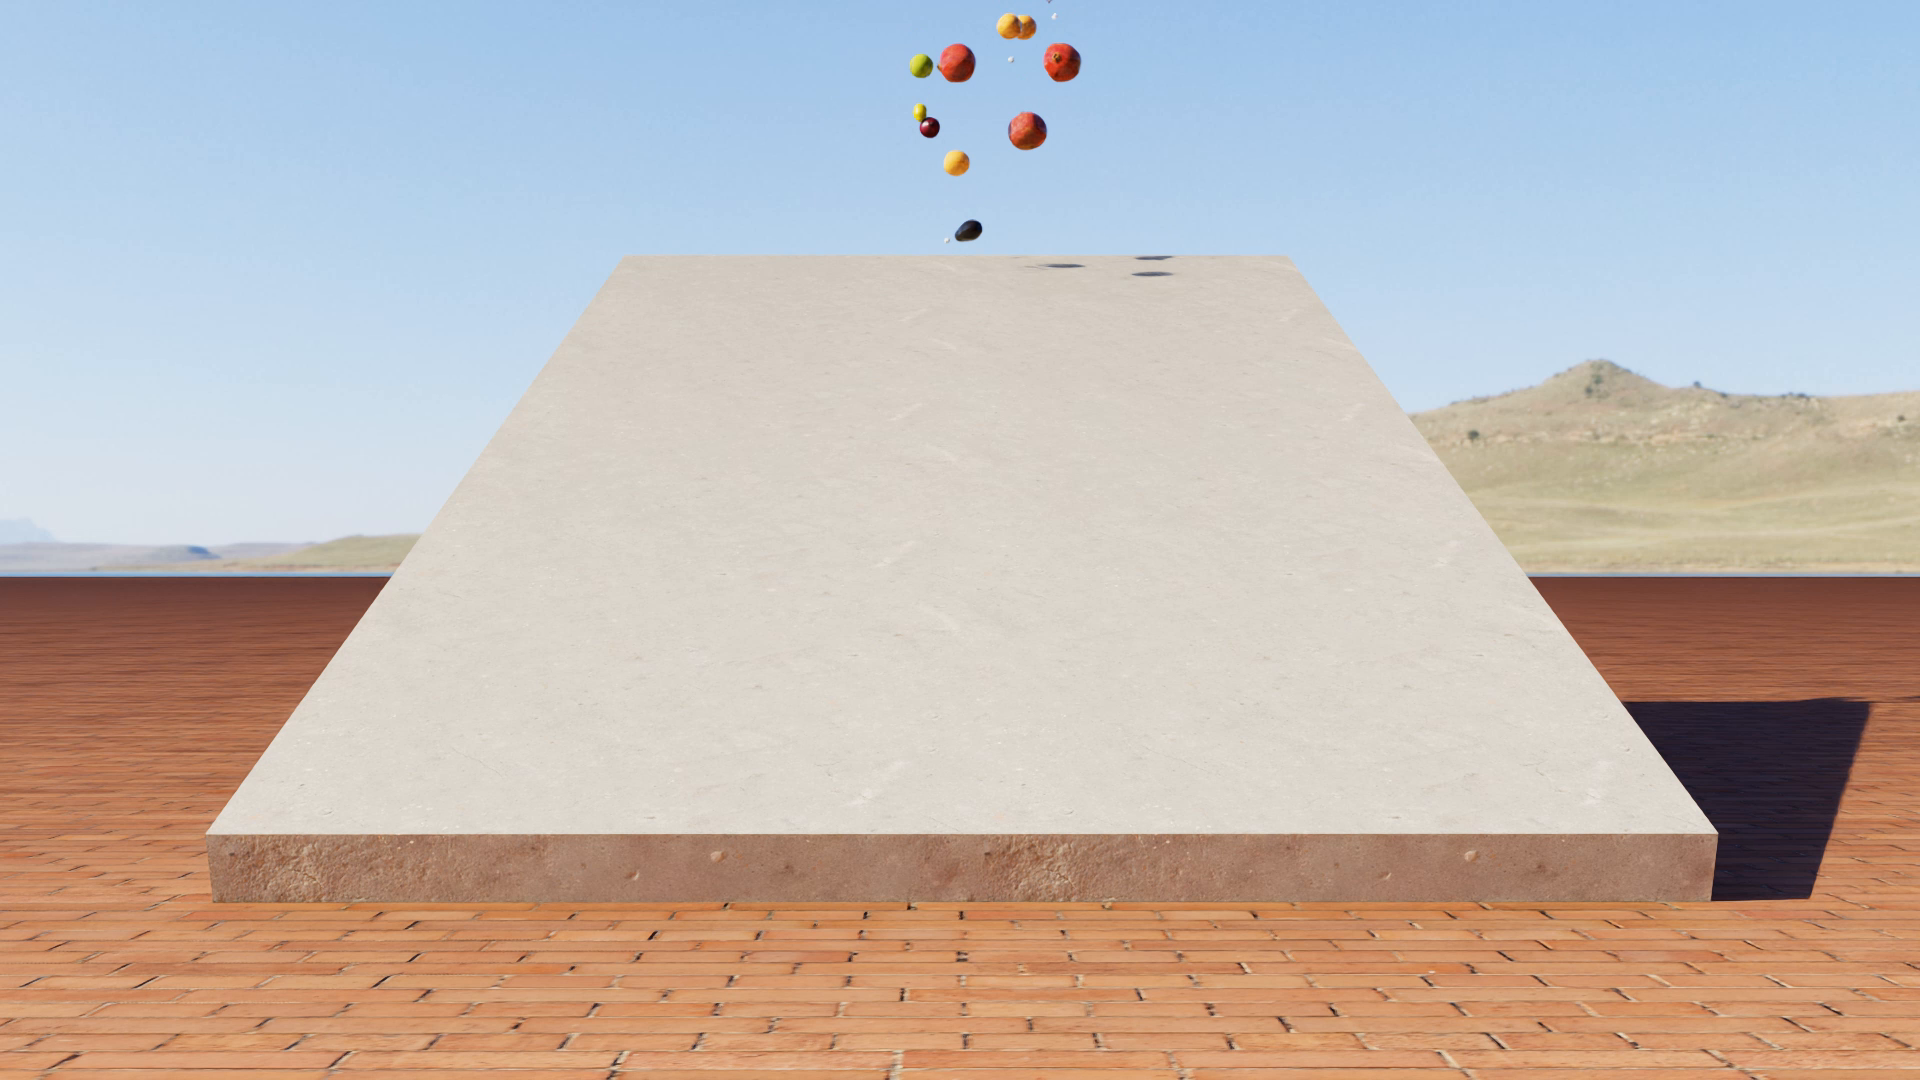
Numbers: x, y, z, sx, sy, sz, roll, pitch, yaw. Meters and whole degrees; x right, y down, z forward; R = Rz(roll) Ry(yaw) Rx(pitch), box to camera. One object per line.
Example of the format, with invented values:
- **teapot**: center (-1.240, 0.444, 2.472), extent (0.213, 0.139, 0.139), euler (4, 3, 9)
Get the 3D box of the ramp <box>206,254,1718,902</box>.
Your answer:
- **ramp**: center (-0.004, -0.189, 4.875), extent (2.000, 0.100, 4.000), euler (0, 18, 0)
